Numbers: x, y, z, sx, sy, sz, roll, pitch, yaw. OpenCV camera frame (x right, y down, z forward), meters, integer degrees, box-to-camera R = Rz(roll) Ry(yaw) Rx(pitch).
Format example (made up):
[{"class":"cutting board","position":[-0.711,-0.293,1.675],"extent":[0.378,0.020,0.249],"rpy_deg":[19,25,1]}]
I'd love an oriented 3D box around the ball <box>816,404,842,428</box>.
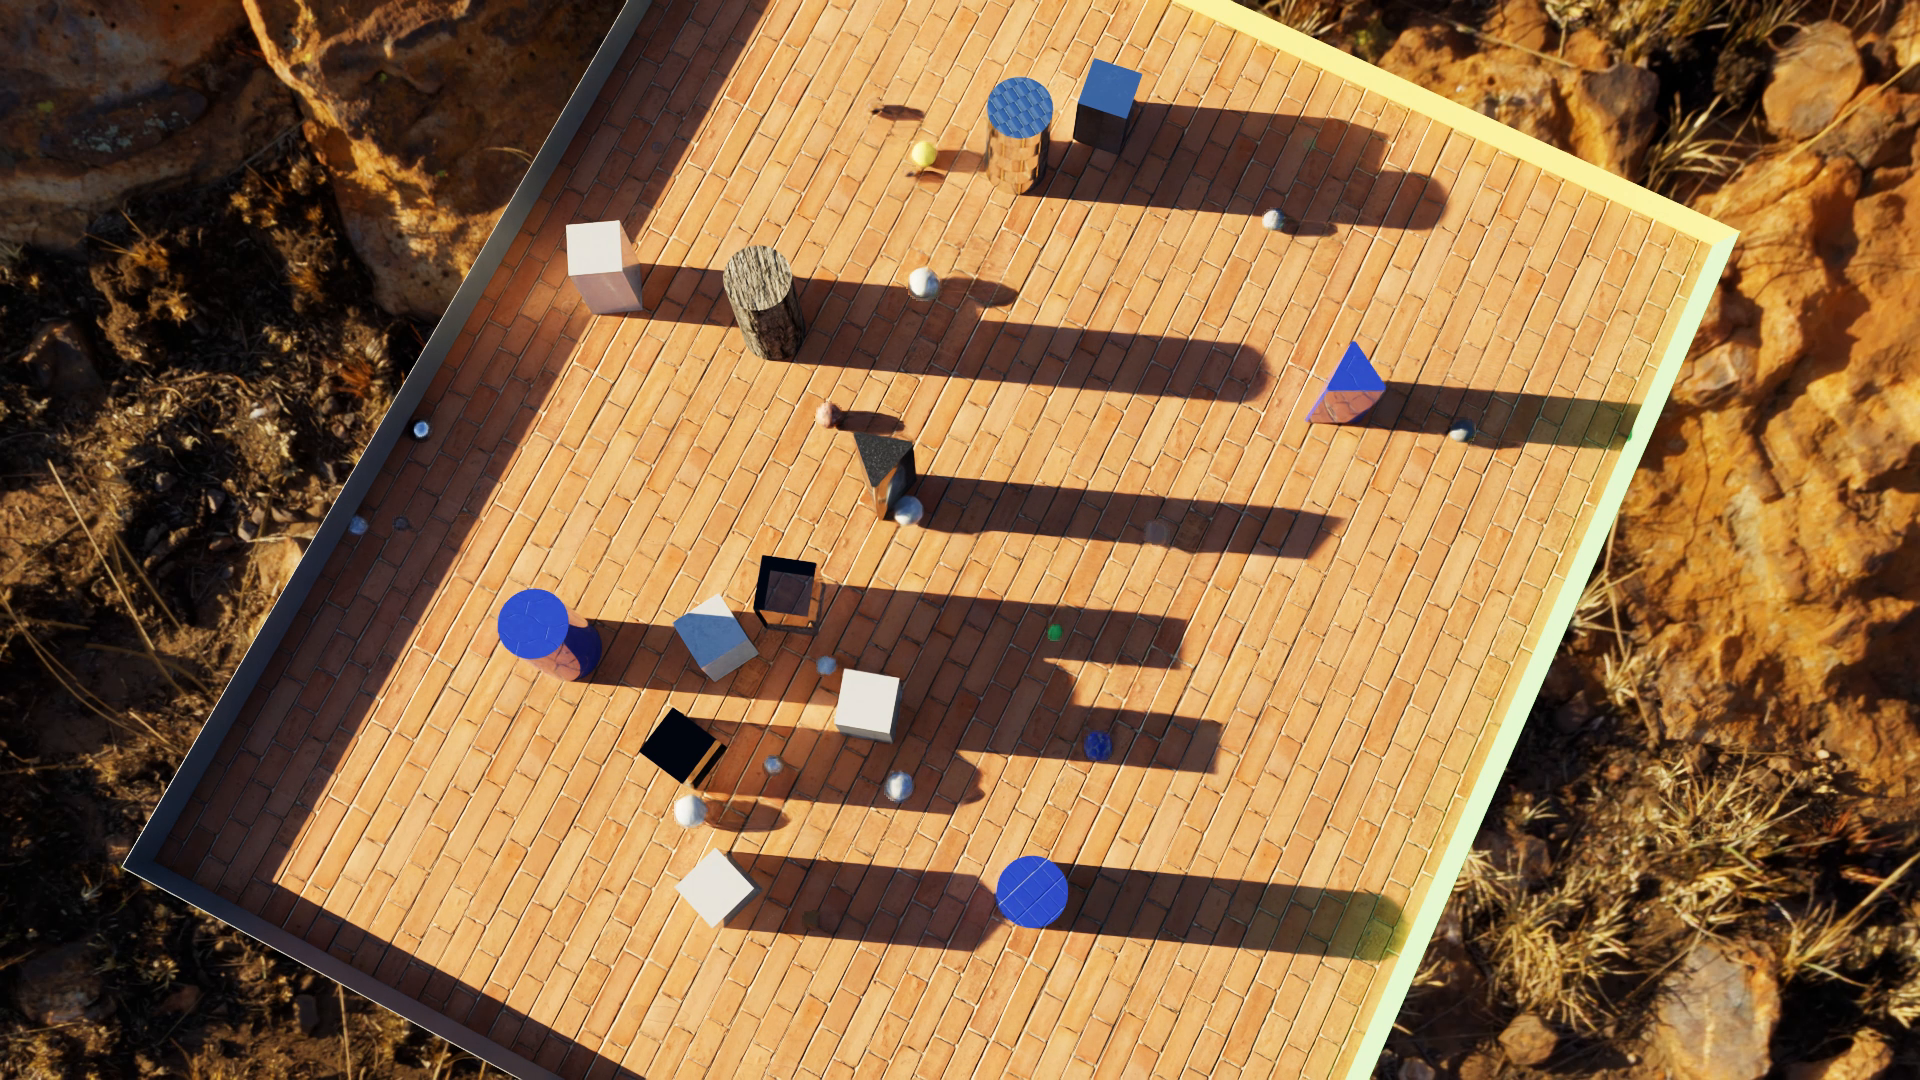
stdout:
[{"class":"ball","position":[-0.404,-0.383,5.656],"extent":[0.077,0.077,0.077],"rpy_deg":[0,78,0]}]

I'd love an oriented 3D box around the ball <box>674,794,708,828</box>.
[{"class":"ball","position":[-0.793,0.799,5.403],"extent":[0.095,0.095,0.095],"rpy_deg":[0,78,0]}]

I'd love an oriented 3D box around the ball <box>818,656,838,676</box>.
[{"class":"ball","position":[-0.398,0.378,5.509],"extent":[0.058,0.058,0.058],"rpy_deg":[0,78,0]}]

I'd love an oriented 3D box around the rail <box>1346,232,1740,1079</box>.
[{"class":"rail","position":[1.527,0.755,5.394],"extent":[0.045,0.129,3.903],"rpy_deg":[26,80,5]}]

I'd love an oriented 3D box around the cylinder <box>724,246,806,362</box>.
[{"class":"cylinder","position":[-0.583,-0.706,5.514],"extent":[0.198,0.488,0.198],"rpy_deg":[0,78,0]}]

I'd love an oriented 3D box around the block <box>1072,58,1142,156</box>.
[{"class":"block","position":[0.461,-1.359,5.758],"extent":[0.158,0.274,0.158],"rpy_deg":[19,79,4]}]

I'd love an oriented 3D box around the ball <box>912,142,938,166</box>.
[{"class":"ball","position":[-0.112,-1.229,5.831],"extent":[0.078,0.078,0.078],"rpy_deg":[0,78,0]}]

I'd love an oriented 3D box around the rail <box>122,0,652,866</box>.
[{"class":"rail","position":[-1.527,-0.741,5.703],"extent":[0.045,0.129,3.903],"rpy_deg":[26,80,5]}]

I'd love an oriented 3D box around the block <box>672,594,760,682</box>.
[{"class":"block","position":[-0.717,0.291,5.401],"extent":[0.158,0.305,0.158],"rpy_deg":[-33,80,-6]}]

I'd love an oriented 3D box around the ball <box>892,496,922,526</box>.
[{"class":"ball","position":[-0.159,-0.087,5.588],"extent":[0.092,0.092,0.092],"rpy_deg":[0,78,0]}]

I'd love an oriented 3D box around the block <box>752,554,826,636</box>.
[{"class":"block","position":[-0.498,0.168,5.394],"extent":[0.158,0.368,0.158],"rpy_deg":[8,78,2]}]

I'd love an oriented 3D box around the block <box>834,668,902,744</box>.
[{"class":"block","position":[-0.264,0.489,5.350],"extent":[0.158,0.323,0.158],"rpy_deg":[10,78,2]}]

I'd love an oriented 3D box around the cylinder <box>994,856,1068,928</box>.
[{"class":"cylinder","position":[0.200,1.007,5.234],"extent":[0.198,0.341,0.198],"rpy_deg":[0,78,0]}]

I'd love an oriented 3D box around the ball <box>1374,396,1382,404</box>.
[{"class":"ball","position":[1.256,-0.463,5.662],"extent":[0.099,0.099,0.099],"rpy_deg":[0,78,0]}]

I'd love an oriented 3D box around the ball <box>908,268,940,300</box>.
[{"class":"ball","position":[-0.113,-0.803,5.733],"extent":[0.099,0.099,0.099],"rpy_deg":[0,78,0]}]

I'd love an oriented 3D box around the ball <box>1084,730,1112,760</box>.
[{"class":"ball","position":[0.411,0.609,5.447],"extent":[0.086,0.086,0.086],"rpy_deg":[0,78,0]}]

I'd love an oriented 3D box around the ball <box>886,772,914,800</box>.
[{"class":"ball","position":[-0.179,0.727,5.423],"extent":[0.084,0.084,0.084],"rpy_deg":[0,78,0]}]

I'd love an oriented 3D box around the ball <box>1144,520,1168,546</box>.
[{"class":"ball","position":[0.597,-0.020,5.581],"extent":[0.078,0.078,0.078],"rpy_deg":[0,78,0]}]

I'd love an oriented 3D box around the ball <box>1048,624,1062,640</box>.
[{"class":"ball","position":[0.289,0.278,5.536],"extent":[0.044,0.044,0.044],"rpy_deg":[0,78,0]}]

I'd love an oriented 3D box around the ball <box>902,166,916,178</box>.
[{"class":"ball","position":[-0.162,-1.172,5.838],"extent":[0.041,0.041,0.041],"rpy_deg":[0,78,0]}]

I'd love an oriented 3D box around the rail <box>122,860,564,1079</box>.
[{"class":"rail","position":[-0.862,1.695,5.199],"extent":[3.463,0.129,0.045],"rpy_deg":[26,80,5]}]

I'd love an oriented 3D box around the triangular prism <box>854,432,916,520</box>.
[{"class":"triangular prism","position":[-0.246,-0.215,5.436],"extent":[0.149,0.440,0.172],"rpy_deg":[40,81,8]}]

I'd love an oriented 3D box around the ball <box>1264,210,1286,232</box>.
[{"class":"ball","position":[0.993,-1.010,5.791],"extent":[0.069,0.069,0.069],"rpy_deg":[0,78,0]}]

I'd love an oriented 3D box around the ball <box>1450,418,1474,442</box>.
[{"class":"ball","position":[1.546,-0.337,5.648],"extent":[0.075,0.075,0.075],"rpy_deg":[0,78,0]}]

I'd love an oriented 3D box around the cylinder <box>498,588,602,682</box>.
[{"class":"cylinder","position":[-1.183,0.281,5.312],"extent":[0.198,0.482,0.198],"rpy_deg":[0,78,0]}]

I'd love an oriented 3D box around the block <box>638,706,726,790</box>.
[{"class":"block","position":[-0.806,0.613,5.358],"extent":[0.158,0.258,0.158],"rpy_deg":[36,81,7]}]

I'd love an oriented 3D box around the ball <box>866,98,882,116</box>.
[{"class":"ball","position":[-0.275,-1.388,5.876],"extent":[0.055,0.055,0.055],"rpy_deg":[0,78,0]}]

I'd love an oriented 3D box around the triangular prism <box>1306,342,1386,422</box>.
[{"class":"triangular prism","position":[1.157,-0.477,5.537],"extent":[0.172,0.350,0.149],"rpy_deg":[0,78,0]}]

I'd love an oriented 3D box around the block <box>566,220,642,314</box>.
[{"class":"block","position":[-1.084,-0.829,5.606],"extent":[0.158,0.357,0.158],"rpy_deg":[-5,78,-1]}]

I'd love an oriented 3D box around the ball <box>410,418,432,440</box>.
[{"class":"ball","position":[-1.663,-0.341,5.653],"extent":[0.068,0.068,0.068],"rpy_deg":[0,78,0]}]

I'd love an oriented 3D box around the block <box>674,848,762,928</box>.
[{"class":"block","position":[-0.693,1.004,5.282],"extent":[0.158,0.248,0.158],"rpy_deg":[-44,82,-8]}]

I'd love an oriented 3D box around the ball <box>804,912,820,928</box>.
[{"class":"ball","position":[-0.433,1.111,5.363],"extent":[0.047,0.047,0.047],"rpy_deg":[0,78,0]}]

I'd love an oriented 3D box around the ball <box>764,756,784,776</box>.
[{"class":"ball","position":[-0.553,0.673,5.449],"extent":[0.056,0.056,0.056],"rpy_deg":[0,78,0]}]

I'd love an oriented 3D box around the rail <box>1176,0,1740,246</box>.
[{"class":"rail","position":[0.862,-1.681,5.898],"extent":[3.463,0.129,0.045],"rpy_deg":[26,80,5]}]

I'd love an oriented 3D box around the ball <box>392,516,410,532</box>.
[{"class":"ball","position":[-1.708,-0.048,5.602],"extent":[0.048,0.048,0.048],"rpy_deg":[0,78,0]}]

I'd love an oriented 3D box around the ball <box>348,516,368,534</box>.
[{"class":"ball","position":[-1.840,-0.047,5.597],"extent":[0.057,0.057,0.057],"rpy_deg":[0,78,0]}]

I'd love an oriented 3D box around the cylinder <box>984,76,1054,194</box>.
[{"class":"cylinder","position":[0.179,-1.241,5.654],"extent":[0.198,0.429,0.198],"rpy_deg":[0,78,0]}]
